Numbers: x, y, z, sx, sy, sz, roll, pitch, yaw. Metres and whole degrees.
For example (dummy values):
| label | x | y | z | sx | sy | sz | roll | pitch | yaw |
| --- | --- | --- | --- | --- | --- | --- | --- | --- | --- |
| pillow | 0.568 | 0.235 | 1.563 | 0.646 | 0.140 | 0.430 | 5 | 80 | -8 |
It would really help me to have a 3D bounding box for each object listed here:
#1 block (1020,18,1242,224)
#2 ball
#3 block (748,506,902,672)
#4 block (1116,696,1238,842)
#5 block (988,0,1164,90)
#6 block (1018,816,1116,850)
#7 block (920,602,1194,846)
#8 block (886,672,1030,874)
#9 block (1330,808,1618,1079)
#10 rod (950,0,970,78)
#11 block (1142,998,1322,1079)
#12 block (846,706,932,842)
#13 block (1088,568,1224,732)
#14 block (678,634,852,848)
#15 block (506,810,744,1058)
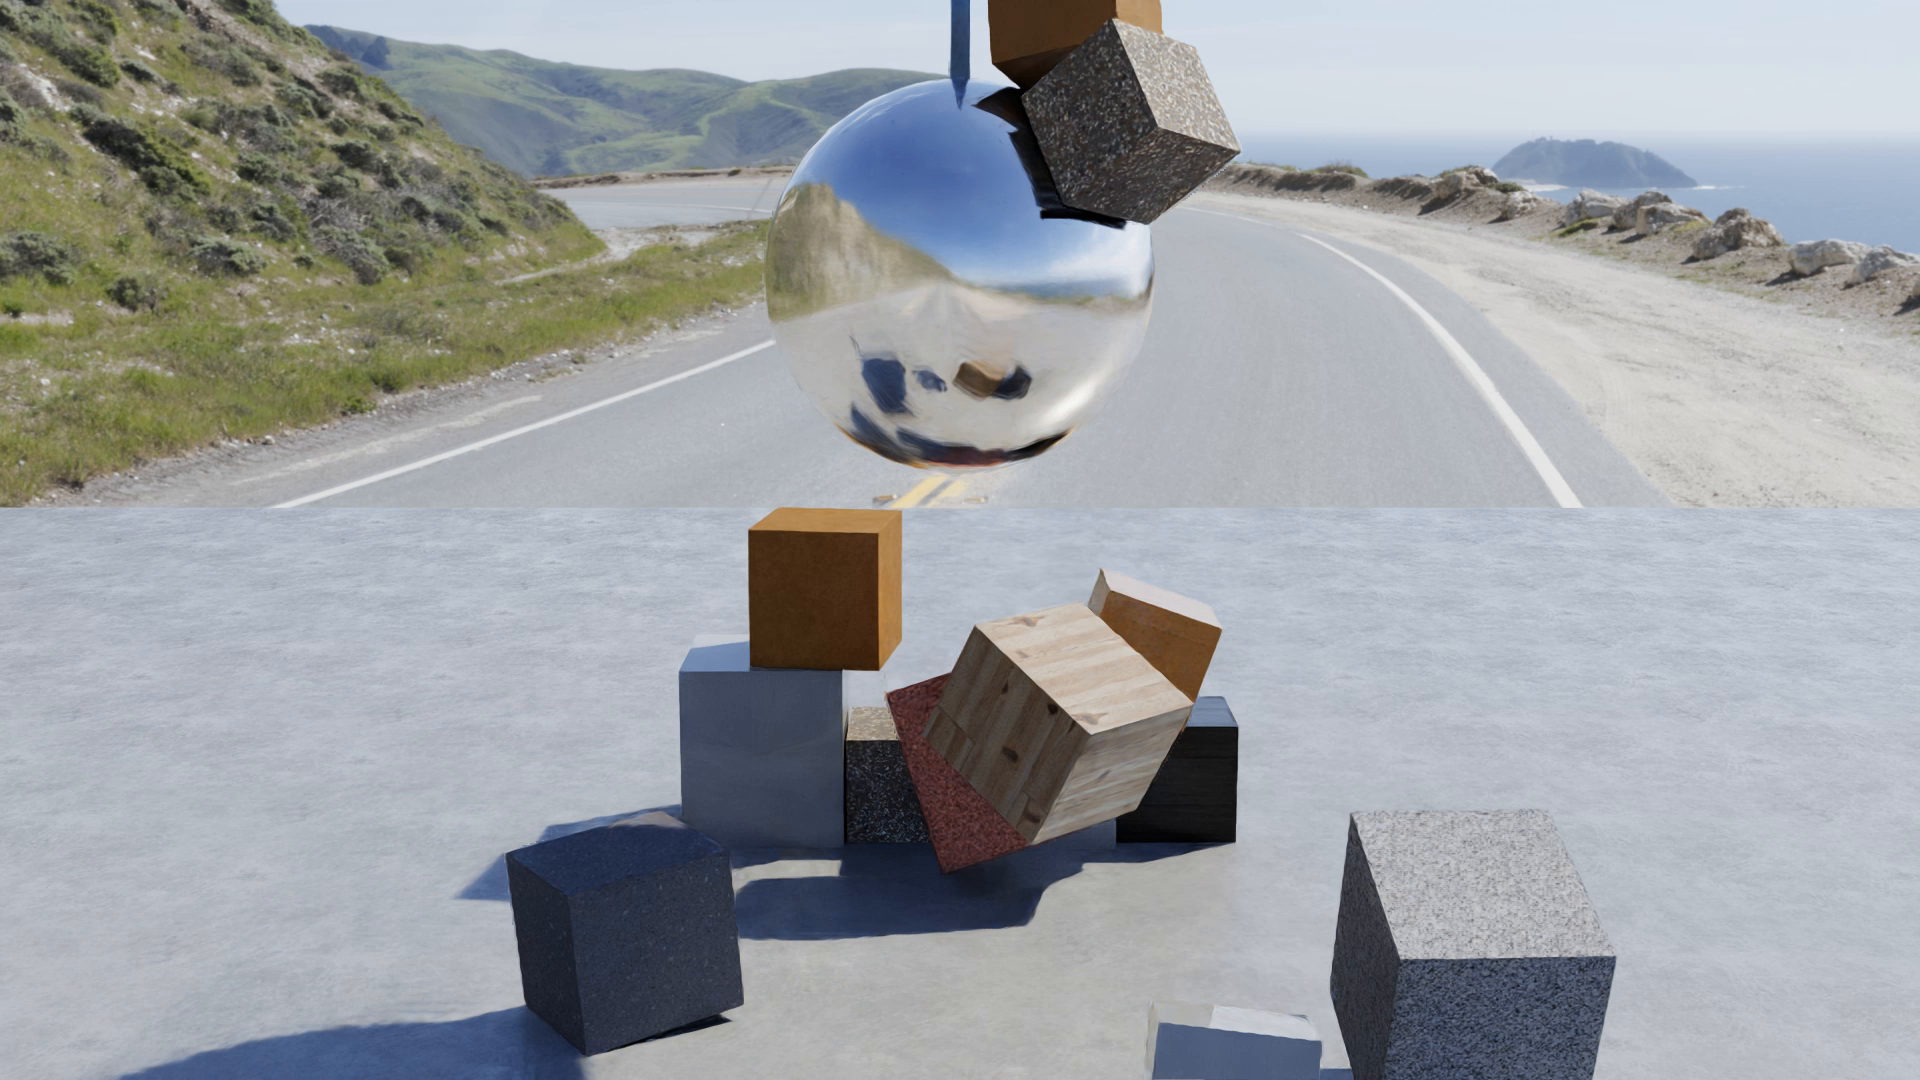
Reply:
| label | x | y | z | sx | sy | sz | roll | pitch | yaw |
| --- | --- | --- | --- | --- | --- | --- | --- | --- | --- |
| block | 0.645 | -1.576 | 8.338 | 0.510 | 0.494 | 0.498 | 4 | -31 | -47 |
| ball | 0.000 | -1.070 | 8.995 | 1.600 | 1.600 | 1.600 | 0 | 10 | 0 |
| block | -0.676 | 0.239 | 11.212 | 0.655 | 0.695 | 0.691 | 2 | 10 | 8 |
| block | 1.093 | 1.179 | 11.385 | 0.606 | 0.607 | 0.617 | 0 | 10 | 0 |
| block | 0.468 | -2.123 | 8.842 | 0.531 | 0.526 | 0.586 | -8 | -11 | 23 |
| block | 0.394 | 1.124 | 11.354 | 0.772 | 0.725 | 0.819 | 0 | 10 | 0 |
| block | 0.345 | 0.638 | 7.816 | 0.589 | 0.504 | 0.601 | -10 | 44 | -47 |
| block | 0.151 | 1.036 | 10.469 | 0.773 | 0.866 | 0.694 | -18 | -6 | -3 |
| block | 1.819 | 1.568 | 7.949 | 0.737 | 0.845 | 0.838 | 0 | 29 | -3 |
| rod | 0.000 | -4.430 | 9.512 | 0.080 | 5.200 | 0.080 | 0 | -9 | 0 |
| block | 0.890 | 1.869 | 7.369 | 0.534 | 0.529 | 0.486 | 6 | -2 | 3 |
| block | -0.289 | 1.209 | 11.420 | 0.568 | 0.534 | 0.664 | 0 | 10 | 0 |
| block | 0.919 | 0.548 | 11.122 | 0.596 | 0.558 | 0.552 | 19 | 10 | -4 |
| block | -0.988 | 1.025 | 11.380 | 0.811 | 0.912 | 0.838 | 0 | 10 | 0 |
| block | -1.353 | 1.571 | 8.892 | 0.692 | 0.668 | 0.623 | -12 | 15 | -31 |
